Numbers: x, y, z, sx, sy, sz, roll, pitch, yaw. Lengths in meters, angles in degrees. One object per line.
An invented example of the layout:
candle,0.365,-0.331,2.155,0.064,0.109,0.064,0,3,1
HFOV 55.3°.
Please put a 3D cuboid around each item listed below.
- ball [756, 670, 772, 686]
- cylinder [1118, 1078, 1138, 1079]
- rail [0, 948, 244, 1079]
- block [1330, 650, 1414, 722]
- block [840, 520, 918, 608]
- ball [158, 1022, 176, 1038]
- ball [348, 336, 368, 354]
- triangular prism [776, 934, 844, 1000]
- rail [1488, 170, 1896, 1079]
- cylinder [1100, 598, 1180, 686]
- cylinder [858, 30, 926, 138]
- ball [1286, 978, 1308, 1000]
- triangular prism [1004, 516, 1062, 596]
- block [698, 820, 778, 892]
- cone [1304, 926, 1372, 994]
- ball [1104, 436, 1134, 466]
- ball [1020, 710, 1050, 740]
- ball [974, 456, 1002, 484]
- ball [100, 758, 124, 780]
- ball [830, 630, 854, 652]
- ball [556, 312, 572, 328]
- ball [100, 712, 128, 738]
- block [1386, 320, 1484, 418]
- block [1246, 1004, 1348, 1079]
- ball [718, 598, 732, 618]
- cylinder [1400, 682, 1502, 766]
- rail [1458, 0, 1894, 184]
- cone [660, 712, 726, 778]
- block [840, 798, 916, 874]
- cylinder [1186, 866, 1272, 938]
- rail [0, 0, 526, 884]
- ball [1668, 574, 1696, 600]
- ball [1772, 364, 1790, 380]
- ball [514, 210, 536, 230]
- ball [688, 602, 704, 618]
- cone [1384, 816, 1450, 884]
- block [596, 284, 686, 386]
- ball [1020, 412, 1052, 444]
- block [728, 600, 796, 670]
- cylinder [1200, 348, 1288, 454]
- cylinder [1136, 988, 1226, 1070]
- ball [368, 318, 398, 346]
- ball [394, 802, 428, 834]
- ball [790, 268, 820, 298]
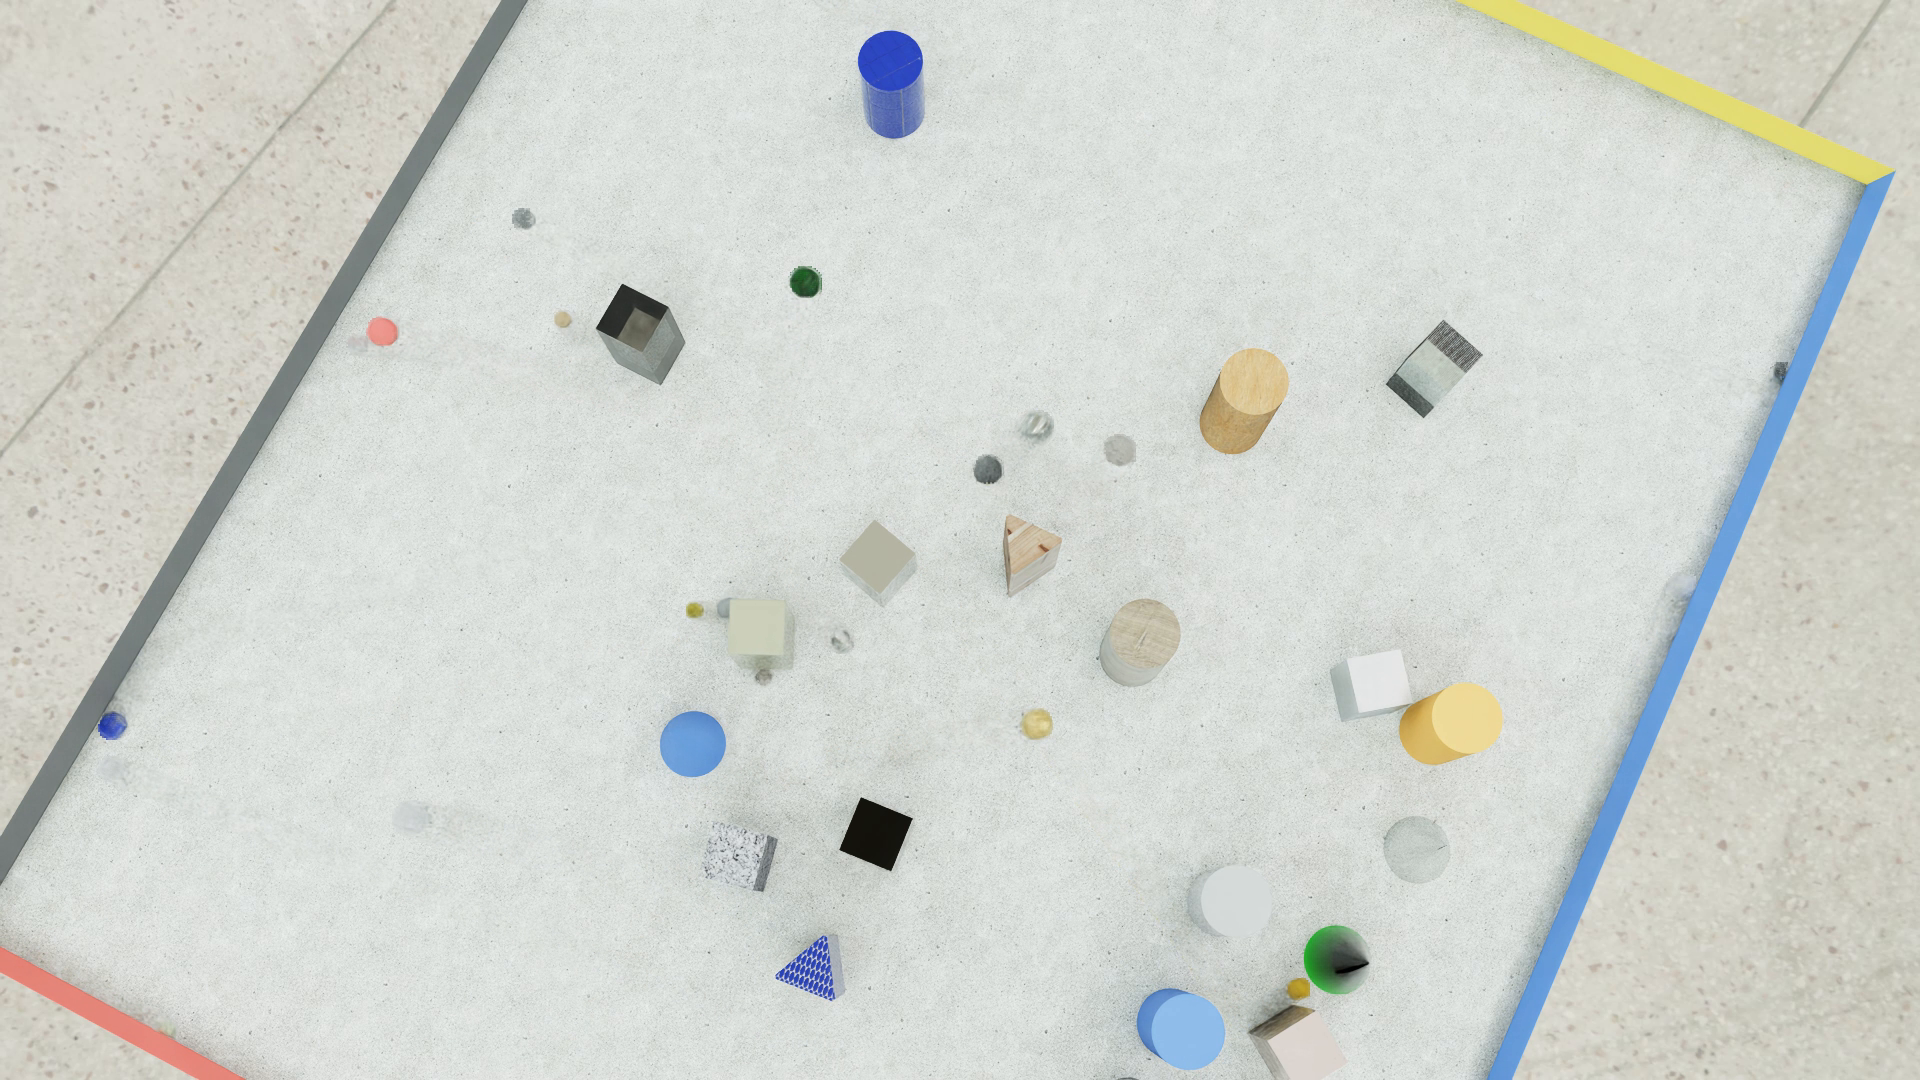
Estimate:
ball,-0.588,0.413,5.505,0.051,0.051,0.051,0,78,0
cylinder,0.484,1.604,5.057,0.198,0.446,0.198,0,78,0
rail,-1.044,2.052,5.125,4.184,0.129,0.045,26,80,5
block,1.208,0.431,5.398,0.159,0.253,0.159,-10,78,-2
block,-0.242,0.073,5.477,0.159,0.243,0.159,40,81,8
ball,-2.292,1.417,5.297,0.052,0.052,0.052,0,78,0
ball,-1.878,-0.608,5.714,0.056,0.056,0.056,0,78,0
triangular prism,-0.391,1.181,5.146,0.172,0.442,0.149,21,79,4
rail,1.850,0.913,5.361,0.045,0.129,4.717,26,80,5
cylinder,0.520,0.304,5.342,0.198,0.415,0.198,0,78,0
cylinder,-0.211,-1.420,5.733,0.198,0.347,0.198,0,78,0
ball,0.979,1.305,5.315,0.061,0.061,0.061,0,78,0
triangular prism,0.178,0.027,5.410,0.172,0.393,0.149,-34,80,-7
block,-0.636,0.913,5.278,0.159,0.293,0.159,14,79,3
cone,1.105,1.185,5.151,0.198,0.431,0.198,0,78,0
ball,0.489,-0.271,5.625,0.094,0.094,0.094,0,78,0
ball,0.225,0.550,5.456,0.091,0.091,0.091,0,78,0
ball,0.086,-0.213,5.616,0.088,0.088,0.088,0,78,0
ball,-2.516,0.680,5.442,0.066,0.066,0.066,0,78,0
ball,-0.356,0.303,5.519,0.068,0.068,0.068,0,78,0
ball,-1.241,-0.688,5.733,0.051,0.051,0.051,0,78,0
ball,-2.524,0.552,5.464,0.076,0.076,0.076,0,78,0
block,1.440,-0.517,5.574,0.159,0.293,0.159,44,82,8
block,0.941,1.421,5.135,0.159,0.367,0.159,-30,80,-6
ball,-0.702,0.206,5.542,0.063,0.063,0.063,0,78,0
cylinder,1.416,0.536,5.306,0.198,0.390,0.198,0,78,0
rail,1.044,-2.038,5.972,4.184,0.129,0.045,26,80,5
cone,-0.800,0.567,5.273,0.198,0.443,0.198,0,78,0
block,-0.235,0.855,5.285,0.159,0.304,0.159,22,79,4
cylinder,0.767,1.034,5.237,0.198,0.323,0.198,0,78,0
rail,-1.850,-0.899,5.736,0.045,0.129,4.717,26,80,5
ball,2.186,0.140,5.548,0.078,0.078,0.078,0,78,0
ball,2.555,-0.523,5.699,0.051,0.051,0.051,0,78,0
ball,-1.376,-1.013,5.793,0.065,0.065,0.065,0,78,0
ball,-0.800,0.214,5.547,0.050,0.050,0.050,0,78,0
cone,1.353,0.882,5.259,0.198,0.343,0.198,0,78,0
block,-0.967,-0.620,5.570,0.159,0.343,0.159,27,80,5
ball,0.235,-0.346,5.638,0.099,0.099,0.099,0,78,0
block,-0.582,0.281,5.397,0.159,0.316,0.159,1,78,0
cylinder,0.843,-0.408,5.469,0.198,0.454,0.198,0,78,0
cylinder,0.613,1.362,5.122,0.198,0.416,0.198,0,78,0
ball,-1.795,-0.647,5.705,0.089,0.089,0.089,0,78,0
ball,-1.618,0.820,5.399,0.095,0.095,0.095,0,78,0
ball,-0.484,-0.803,5.734,0.096,0.096,0.096,0,78,0
